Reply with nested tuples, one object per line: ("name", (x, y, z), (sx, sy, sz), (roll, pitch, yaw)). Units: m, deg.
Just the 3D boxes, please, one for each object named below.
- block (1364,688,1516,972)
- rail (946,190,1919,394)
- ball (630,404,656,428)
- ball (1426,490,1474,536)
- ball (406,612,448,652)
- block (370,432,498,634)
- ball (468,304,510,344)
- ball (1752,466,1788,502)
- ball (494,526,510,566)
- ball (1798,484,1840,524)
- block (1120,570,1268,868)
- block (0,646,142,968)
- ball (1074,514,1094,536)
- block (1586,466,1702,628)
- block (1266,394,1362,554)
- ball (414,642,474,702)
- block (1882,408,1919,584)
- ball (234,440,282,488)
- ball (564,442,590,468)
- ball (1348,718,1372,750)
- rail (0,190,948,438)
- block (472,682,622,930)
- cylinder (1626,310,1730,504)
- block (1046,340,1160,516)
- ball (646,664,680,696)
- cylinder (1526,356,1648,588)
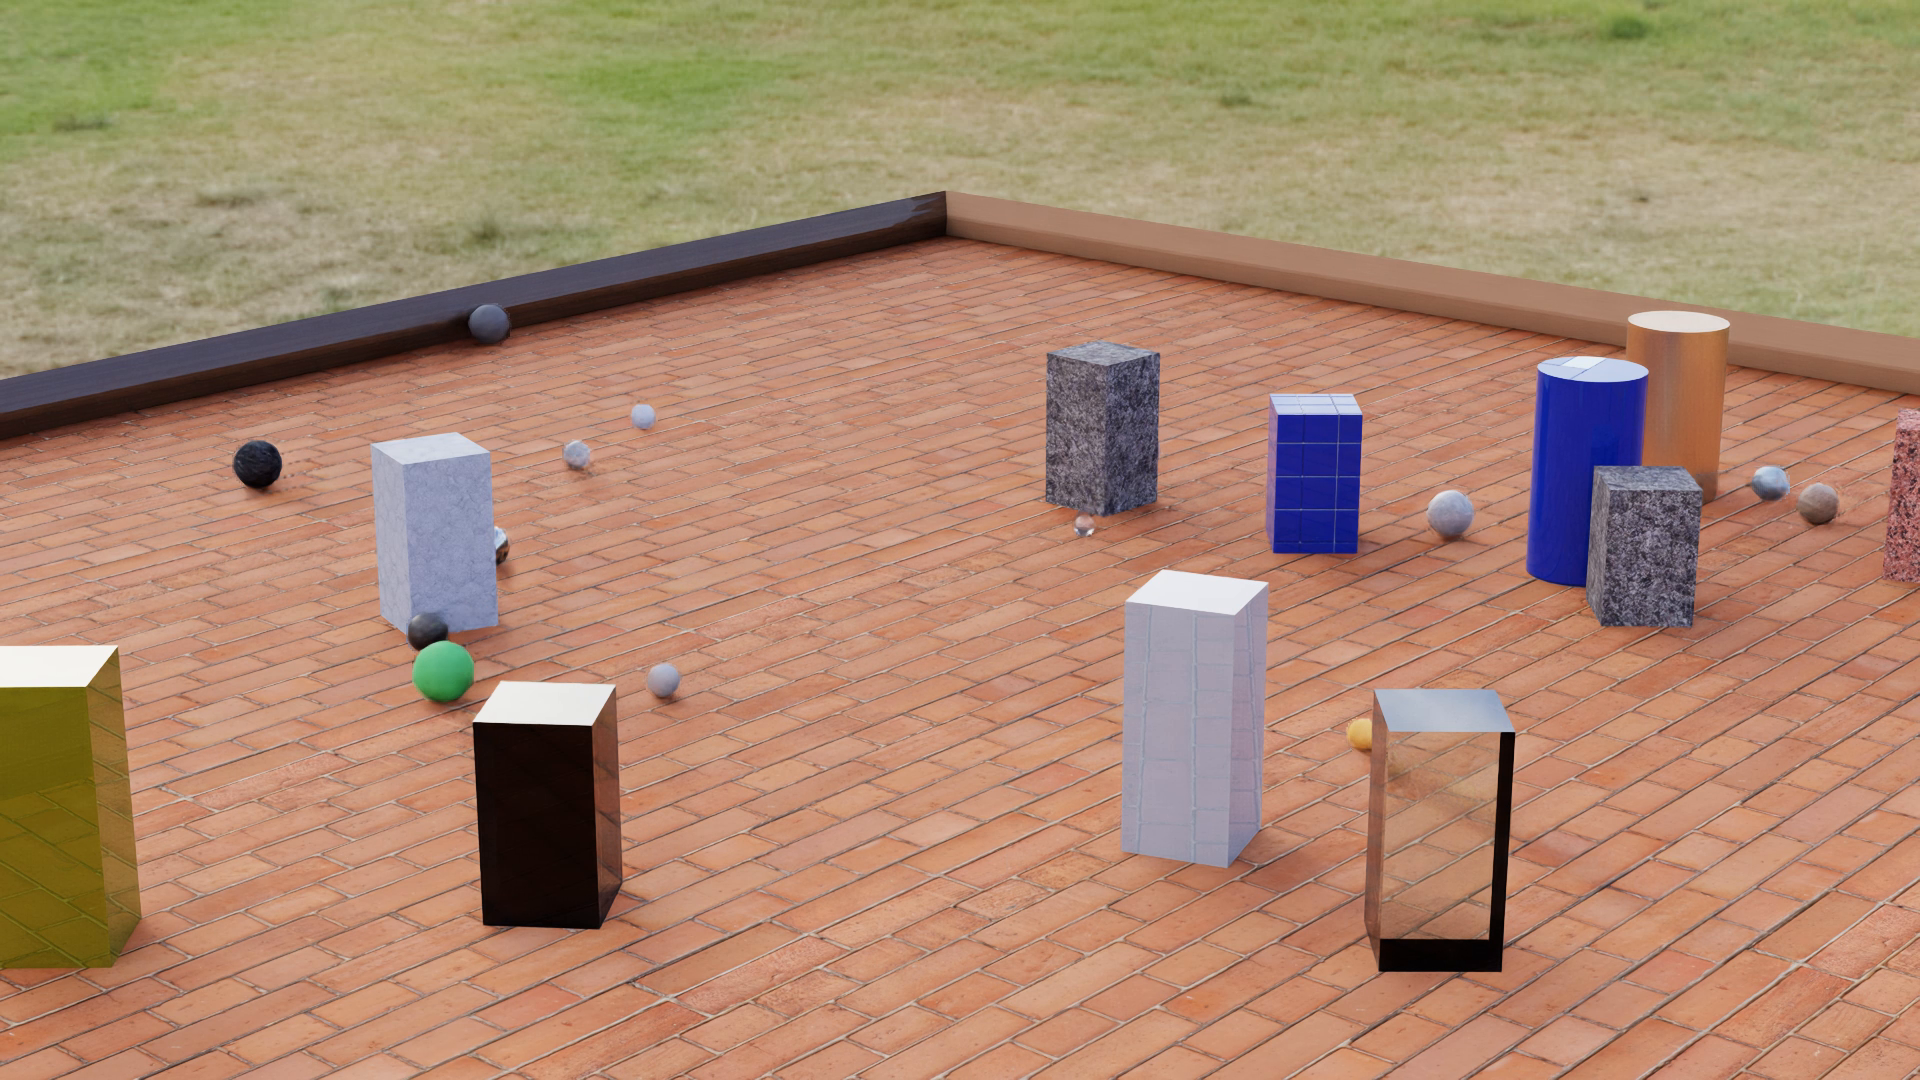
("block", (0.600, 0.364, 3.685), (0.153, 0.319, 0.153), (0, 17, 1))
("rail", (1.608, -0.504, 6.893), (4.408, 0.124, 0.045), (14, 22, 39))
("ball", (-0.673, -0.263, 6.224), (0.052, 0.052, 0.052), (0, 17, 0))
("ball", (0.912, -0.049, 5.457), (0.086, 0.086, 0.086), (0, 17, 0))
("ball", (-0.876, 0.152, 4.822), (0.067, 0.067, 0.067), (0, 17, 0))
("block", (-0.886, -0.009, 4.947), (0.153, 0.303, 0.153), (-10, 19, -29))
("ball", (-1.120, -0.512, 6.973), (0.096, 0.096, 0.096), (0, 17, 0))
("ball", (1.571, -0.110, 5.687), (0.068, 0.068, 0.068), (0, 17, 0))
("ball", (-0.849, 0.012, 5.265), (0.080, 0.080, 0.080), (0, 17, 0))
("ball", (1.622, -0.069, 5.541), (0.076, 0.076, 0.076), (0, 17, 0))
("block", (0.321, 0.243, 4.014), (0.153, 0.361, 0.153), (7, 18, 22))
("block", (-1.140, 0.335, 3.688), (0.153, 0.373, 0.153), (0, 17, -1))
("ball", (0.231, -0.027, 5.463), (0.040, 0.040, 0.040), (0, 17, 0))
("block", (1.163, 0.010, 4.995), (0.153, 0.240, 0.153), (0, 17, 2))
("block", (0.650, -0.123, 5.396), (0.153, 0.262, 0.153), (0, 17, 0))
("ball", (-0.809, 0.206, 4.596), (0.095, 0.095, 0.095), (0, 17, 0))
("block", (1.735, -0.076, 5.215), (0.153, 0.277, 0.153), (6, 18, 18))
("ball", (-1.383, -0.150, 5.777), (0.093, 0.093, 0.093), (0, 17, 0))
("ball", (-0.773, -0.172, 5.915), (0.055, 0.055, 0.055), (0, 17, 0))
("ball", (0.605, 0.292, 4.393), (0.048, 0.048, 0.048), (0, 17, 0))
("rail", (-1.646, -0.382, 6.489), (0.045, 0.124, 4.953), (14, 22, 39))
("block", (-0.534, 0.344, 3.818), (0.153, 0.280, 0.153), (1, 17, 5))
("cylinder", (1.386, -0.257, 5.702), (0.191, 0.343, 0.191), (0, 17, 0))
("block", (0.274, -0.216, 5.647), (0.153, 0.296, 0.153), (16, 23, 43))
("ball", (-0.468, 0.221, 4.621), (0.052, 0.052, 0.052), (0, 17, 0))
("cylinder", (1.111, -0.122, 5.200), (0.191, 0.373, 0.191), (0, 17, 0))
